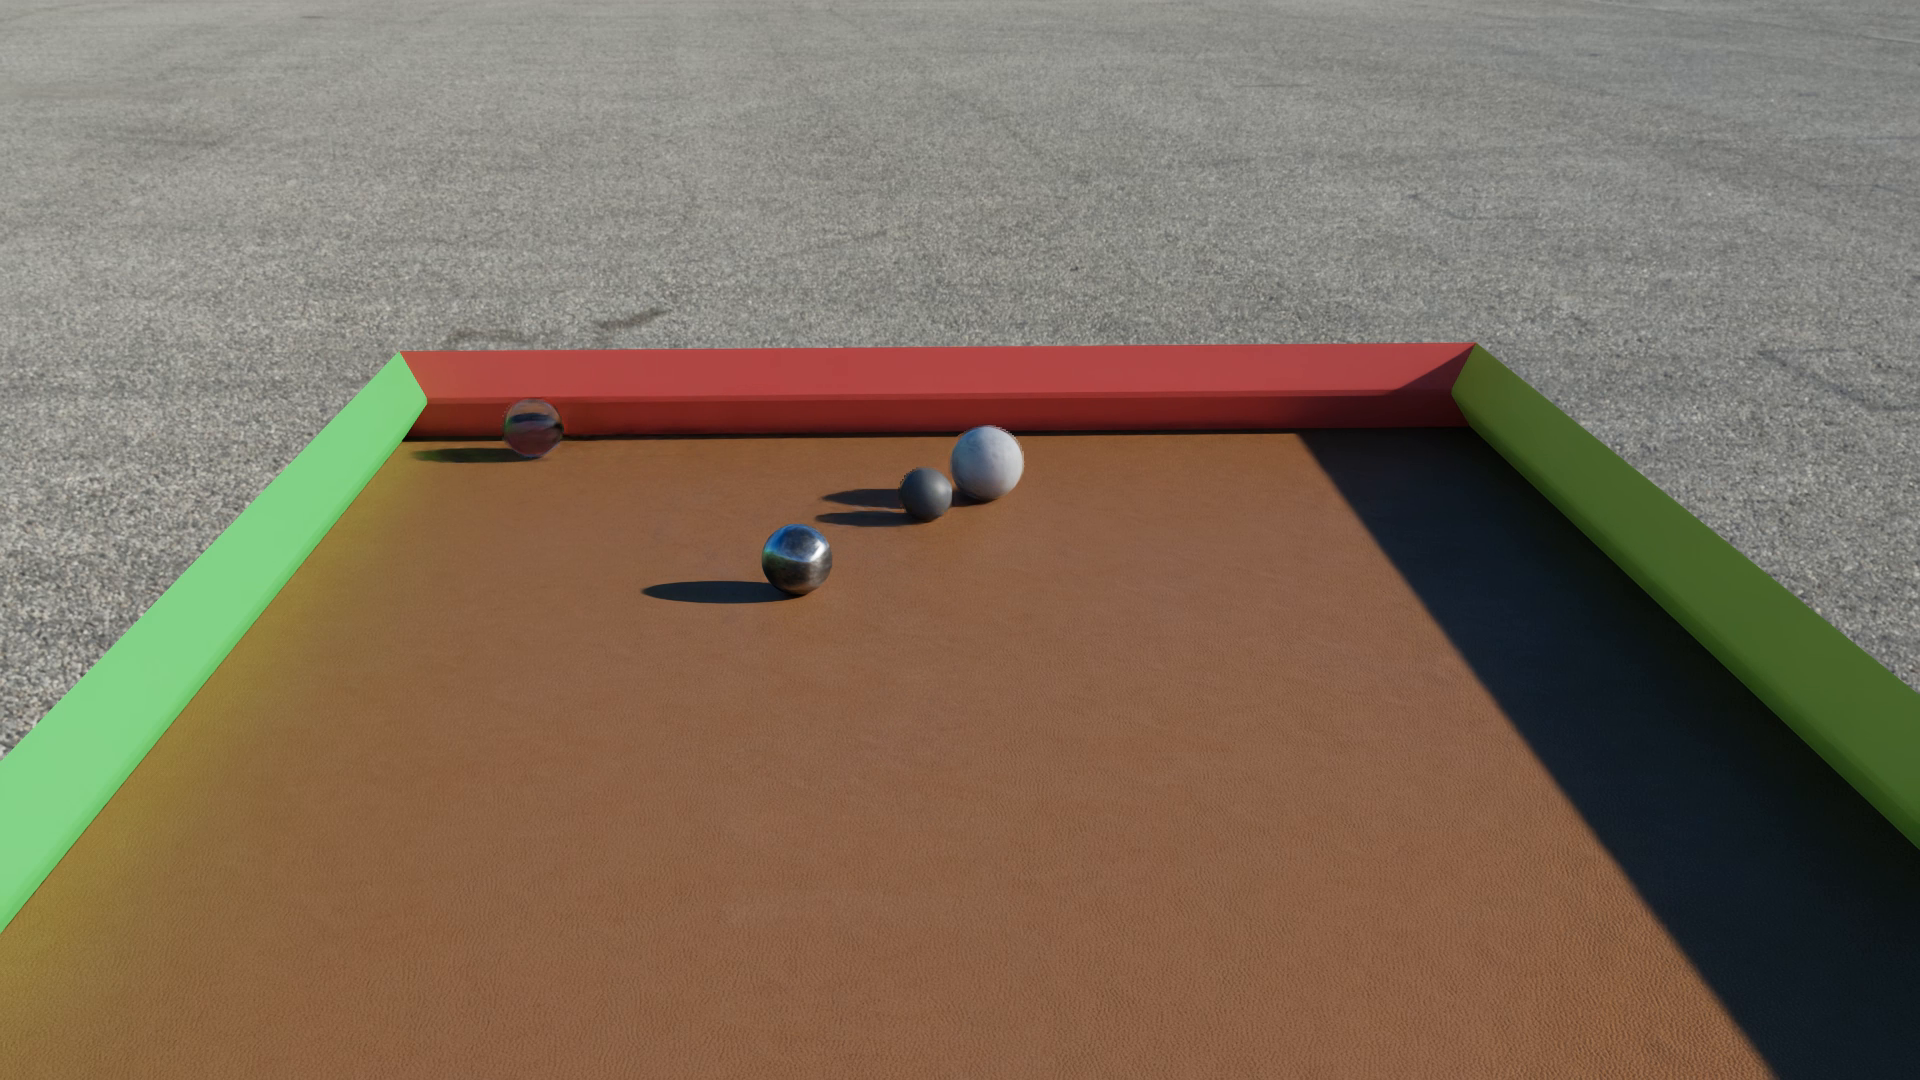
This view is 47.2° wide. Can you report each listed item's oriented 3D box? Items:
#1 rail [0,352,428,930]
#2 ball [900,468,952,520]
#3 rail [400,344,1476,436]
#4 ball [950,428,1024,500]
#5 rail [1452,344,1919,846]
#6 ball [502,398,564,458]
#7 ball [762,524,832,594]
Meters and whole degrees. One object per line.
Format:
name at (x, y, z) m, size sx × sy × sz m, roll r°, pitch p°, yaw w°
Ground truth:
rail at (-0.730, 0.185, 1.881) m, size 0.045 × 0.124 × 2.692 m, roll -1°, pitch 17°, yaw -2°
ball at (-0.042, -0.057, 2.770) m, size 0.066 × 0.066 × 0.066 m, roll 0°, pitch 17°, yaw 0°
rail at (-0.025, -0.212, 3.172) m, size 1.560 × 0.124 × 0.045 m, roll -1°, pitch 17°, yaw -2°
ball at (0.034, -0.099, 2.855) m, size 0.095 × 0.095 × 0.095 m, roll 0°, pitch 17°, yaw 0°
rail at (0.781, 0.168, 1.936) m, size 0.045 × 0.124 × 2.692 m, roll -1°, pitch 17°, yaw -2°
ball at (-0.594, -0.156, 3.063) m, size 0.083 × 0.083 × 0.083 m, roll 0°, pitch 17°, yaw 0°
ball at (-0.184, 0.022, 2.487) m, size 0.081 × 0.081 × 0.081 m, roll 0°, pitch 17°, yaw 0°
